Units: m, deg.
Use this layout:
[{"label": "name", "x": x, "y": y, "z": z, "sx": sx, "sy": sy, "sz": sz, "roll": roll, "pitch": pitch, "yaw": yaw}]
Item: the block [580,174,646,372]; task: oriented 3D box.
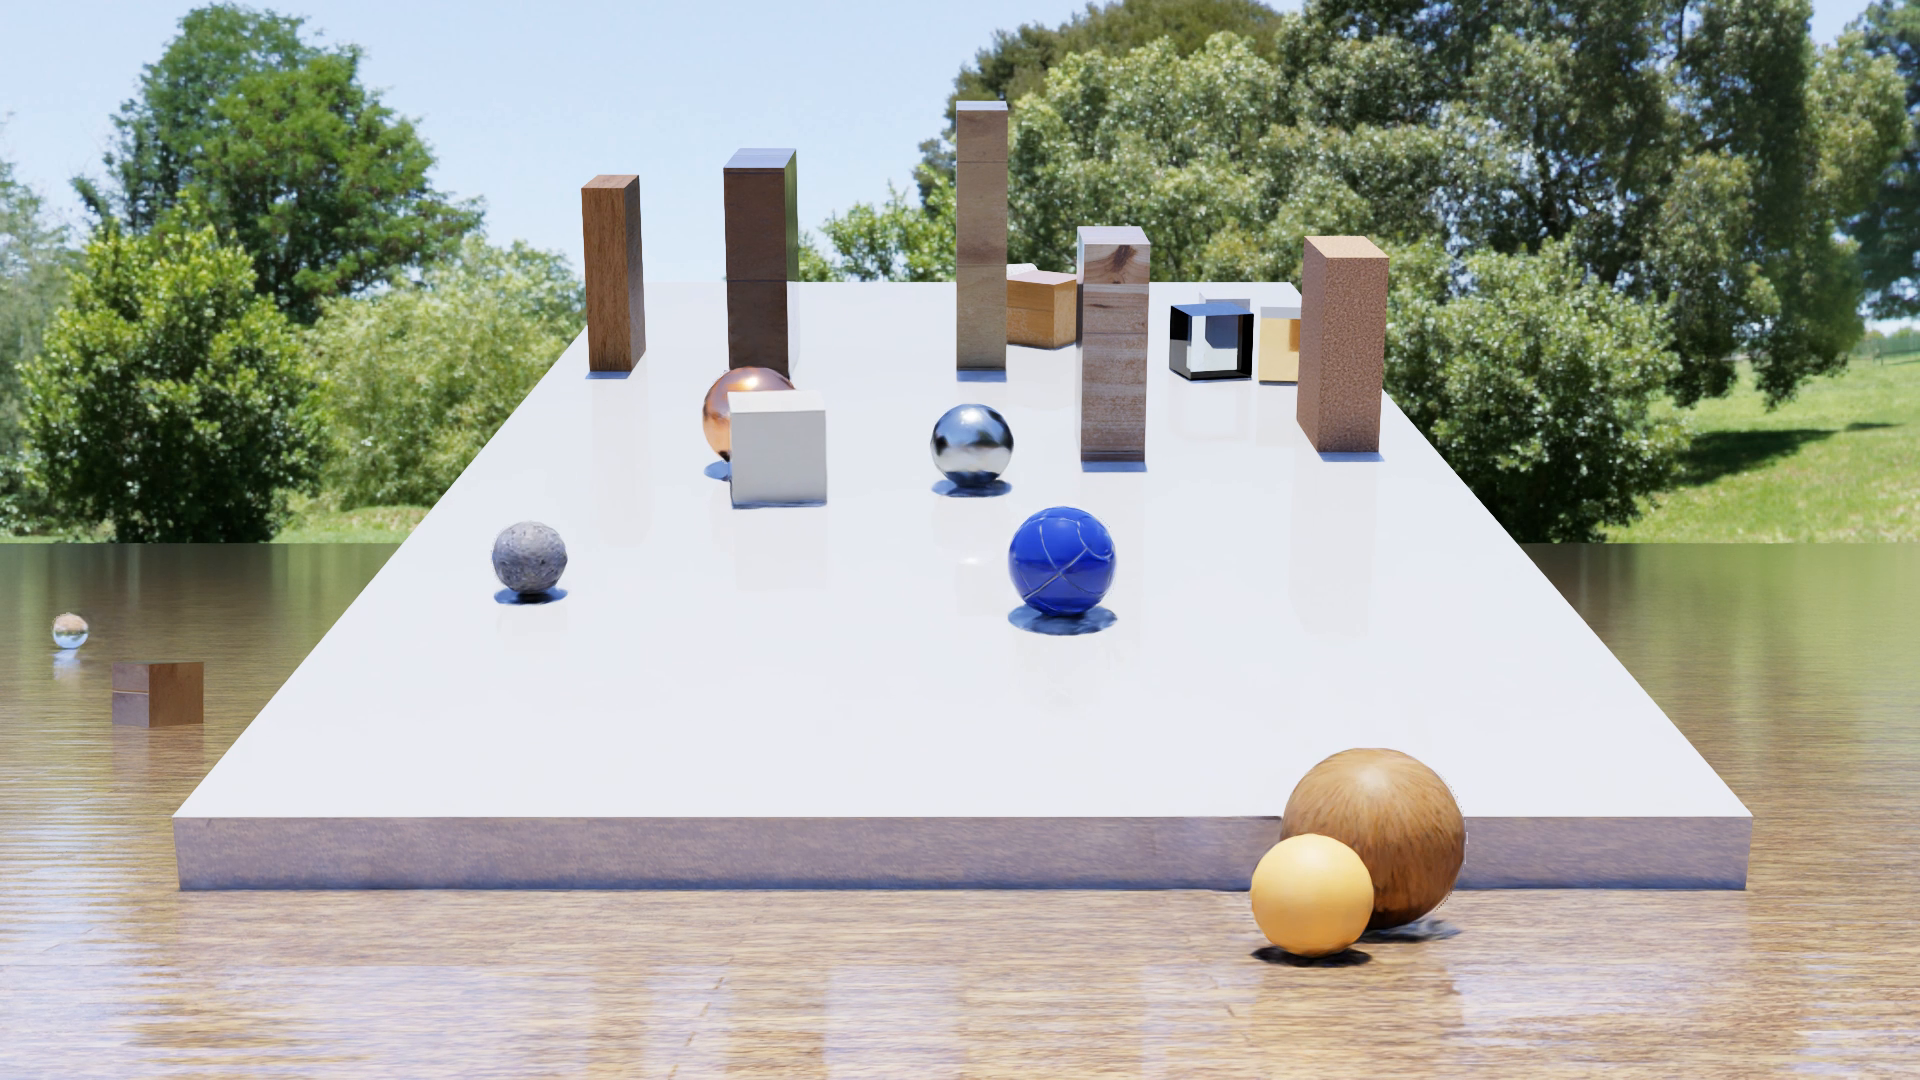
[{"label": "block", "x": -0.852, "y": -0.662, "z": 5.459, "sx": 0.103, "sy": 0.446, "sz": 0.265, "roll": 0, "pitch": 16, "yaw": 0}]

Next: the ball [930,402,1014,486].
[{"label": "ball", "x": 0.023, "y": -0.187, "z": 4.338, "sx": 0.164, "sy": 0.164, "sz": 0.164, "roll": 0, "pitch": 0, "yaw": 0}]

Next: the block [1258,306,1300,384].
[{"label": "block", "x": 0.799, "y": -0.470, "z": 5.323, "sx": 0.156, "sy": 0.156, "sz": 0.156, "roll": 2, "pitch": 16, "yaw": 7}]

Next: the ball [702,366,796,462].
[{"label": "ball", "x": -0.419, "y": -0.248, "z": 4.470, "sx": 0.208, "sy": 0.208, "sz": 0.208, "roll": 0, "pitch": 0, "yaw": 0}]

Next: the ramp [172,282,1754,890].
[{"label": "ramp", "x": -0.002, "y": -0.164, "z": 4.730, "sx": 2.000, "sy": 0.100, "sz": 4.000, "roll": 0, "pitch": 16, "yaw": 0}]

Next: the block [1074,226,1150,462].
[{"label": "block", "x": 0.314, "y": -0.410, "z": 4.599, "sx": 0.132, "sy": 0.448, "sz": 0.241, "roll": 0, "pitch": 16, "yaw": 0}]

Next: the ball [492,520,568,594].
[{"label": "ball", "x": -0.715, "y": 0.029, "z": 3.673, "sx": 0.123, "sy": 0.123, "sz": 0.123, "roll": 0, "pitch": 0, "yaw": 0}]

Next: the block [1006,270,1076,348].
[{"label": "block", "x": 0.217, "y": -0.602, "z": 5.756, "sx": 0.165, "sy": 0.165, "sz": 0.165, "roll": 11, "pitch": 19, "yaw": 32}]

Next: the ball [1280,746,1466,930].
[{"label": "ball", "x": 0.473, "y": 0.342, "z": 2.540, "sx": 0.209, "sy": 0.209, "sz": 0.209, "roll": 0, "pitch": 0, "yaw": 0}]

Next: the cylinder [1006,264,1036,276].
[{"label": "cylinder", "x": 0.119, "y": -0.663, "z": 5.973, "sx": 0.160, "sy": 0.160, "sz": 0.160, "roll": -5, "pitch": 2, "yaw": -18}]

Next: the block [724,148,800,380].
[{"label": "block", "x": -0.477, "y": -0.672, "z": 5.378, "sx": 0.142, "sy": 0.512, "sz": 0.408, "roll": 0, "pitch": 16, "yaw": 0}]

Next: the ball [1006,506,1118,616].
[{"label": "ball", "x": 0.164, "y": 0.035, "z": 3.558, "sx": 0.178, "sy": 0.178, "sz": 0.178, "roll": 0, "pitch": 0, "yaw": 0}]

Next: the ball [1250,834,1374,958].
[{"label": "ball", "x": 0.377, "y": 0.381, "z": 2.369, "sx": 0.131, "sy": 0.131, "sz": 0.131, "roll": 0, "pitch": 0, "yaw": 0}]

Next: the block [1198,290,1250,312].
[{"label": "block", "x": 0.690, "y": -0.584, "z": 5.783, "sx": 0.116, "sy": 0.116, "sz": 0.116, "roll": -1, "pitch": 16, "yaw": -3}]

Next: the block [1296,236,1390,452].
[{"label": "block", "x": 0.810, "y": -0.421, "z": 4.706, "sx": 0.129, "sy": 0.409, "sz": 0.293, "roll": 0, "pitch": 16, "yaw": 0}]

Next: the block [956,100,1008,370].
[{"label": "block", "x": 0.052, "y": -0.748, "z": 5.432, "sx": 0.122, "sy": 0.628, "sz": 0.241, "roll": 0, "pitch": 16, "yaw": 0}]

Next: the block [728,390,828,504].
[{"label": "block", "x": -0.355, "y": -0.182, "z": 4.294, "sx": 0.180, "sy": 0.180, "sz": 0.180, "roll": -2, "pitch": 16, "yaw": -7}]

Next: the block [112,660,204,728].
[{"label": "block", "x": -1.930, "y": 0.368, "z": 5.321, "sx": 0.149, "sy": 0.149, "sz": 0.149, "roll": 0, "pitch": 0, "yaw": 36}]

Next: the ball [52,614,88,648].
[{"label": "ball", "x": -3.578, "y": 0.368, "z": 8.892, "sx": 0.137, "sy": 0.137, "sz": 0.137, "roll": 0, "pitch": 0, "yaw": 0}]

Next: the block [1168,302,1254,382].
[{"label": "block", "x": 0.608, "y": -0.482, "z": 5.365, "sx": 0.156, "sy": 0.156, "sz": 0.156, "roll": -4, "pitch": 17, "yaw": -14}]
